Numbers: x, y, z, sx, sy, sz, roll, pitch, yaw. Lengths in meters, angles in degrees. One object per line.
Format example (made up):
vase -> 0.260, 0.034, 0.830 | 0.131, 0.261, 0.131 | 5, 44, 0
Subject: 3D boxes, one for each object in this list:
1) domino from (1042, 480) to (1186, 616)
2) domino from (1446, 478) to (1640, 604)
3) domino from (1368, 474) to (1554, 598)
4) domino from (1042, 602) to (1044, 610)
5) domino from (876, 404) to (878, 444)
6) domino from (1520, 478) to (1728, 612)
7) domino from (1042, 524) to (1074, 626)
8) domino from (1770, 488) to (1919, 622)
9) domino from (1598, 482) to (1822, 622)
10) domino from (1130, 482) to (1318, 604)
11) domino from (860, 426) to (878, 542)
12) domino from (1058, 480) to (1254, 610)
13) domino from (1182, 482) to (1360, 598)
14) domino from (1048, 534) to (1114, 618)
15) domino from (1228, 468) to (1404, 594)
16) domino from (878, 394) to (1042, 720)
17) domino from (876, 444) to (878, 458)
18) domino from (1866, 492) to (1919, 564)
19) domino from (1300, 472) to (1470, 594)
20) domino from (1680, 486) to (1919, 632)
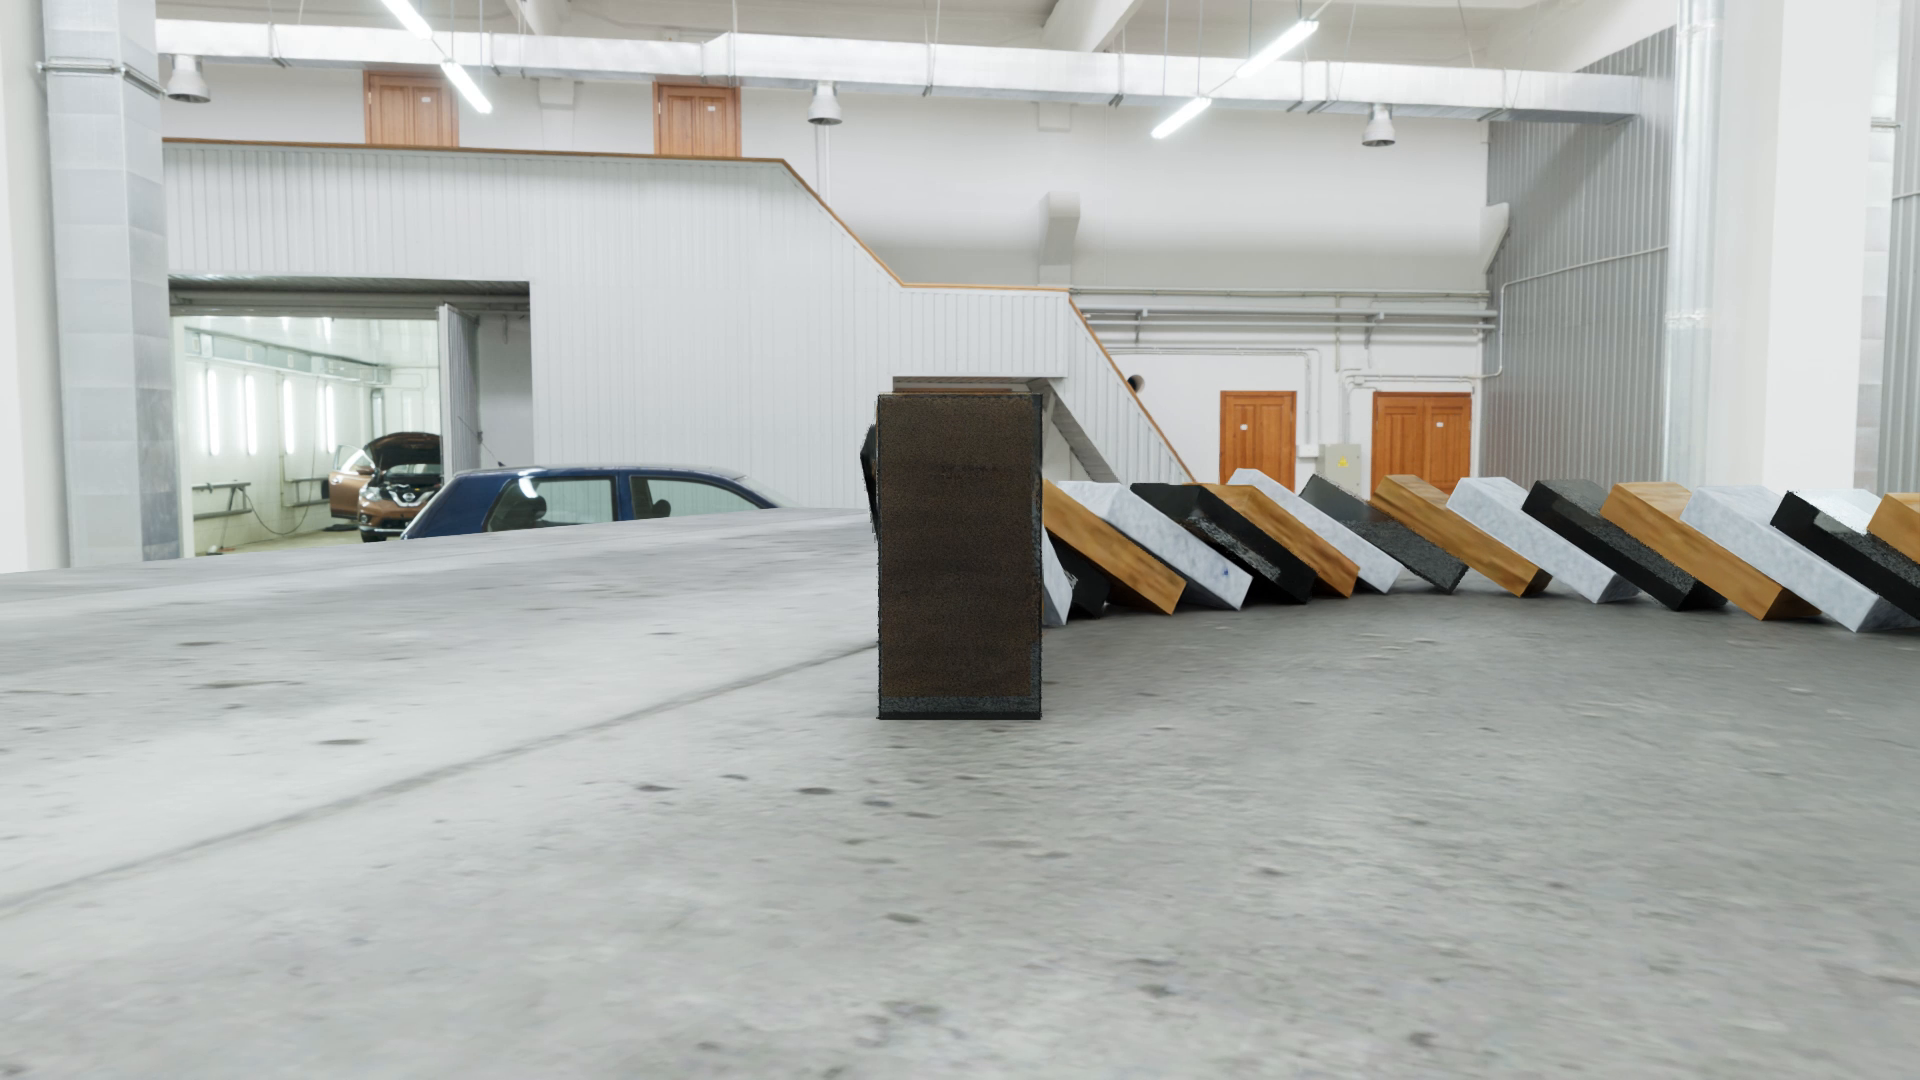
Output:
domino -> 0.030, 0.001, 0.319 | 0.050, 0.009, 0.025 | 34, -13, -28
domino -> 0.166, -0.001, 0.362 | 0.025, 0.009, 0.050 | -3, 34, -40
domino -> 0.147, -0.002, 0.374 | 0.050, 0.009, 0.025 | 38, 25, 31
domino -> 0.000, 0.001, 0.269 | 0.025, 0.050, 0.009 | 1, 48, 19
domino -> -0.001, 0.001, 0.217 | 0.025, 0.050, 0.009 | 0, 18, 1
domino -> 0.181, 0.000, 0.347 | 0.025, 0.010, 0.050 | -3, 34, -34
domino -> 0.006, 0.001, 0.287 | 0.025, 0.010, 0.050 | 2, -35, 24
domino -> 0.216, 0.005, 0.293 | 0.025, 0.009, 0.050 | -1, 32, -19
domino -> 0.194, 0.002, 0.330 | 0.025, 0.009, 0.050 | -2, 33, -28
domino -> 0.068, 0.001, 0.337 | 0.050, 0.009, 0.025 | 32, -14, -33
domino -> -0.002, 0.001, 0.250 | 0.025, 0.050, 0.010 | 1, 40, 11
domino -> 0.048, 0.001, 0.328 | 0.050, 0.009, 0.025 | 32, -12, -28
domino -> 0.084, 0.000, 0.351 | 0.050, 0.010, 0.025 | 31, -14, -33
domino -> 0.011, 0.001, 0.311 | 0.050, 0.009, 0.025 | 36, -16, -27
domino -> 0.101, -0.003, 0.372 | 0.050, 0.009, 0.025 | 33, 3, -2
domino -> 0.000, 0.002, 0.201 | 0.025, 0.050, 0.009 | 0, 4, 0
domino -> -0.001, 0.001, 0.232 | 0.025, 0.050, 0.009 | 0, 31, 1
domino -> 0.225, 0.006, 0.273 | 0.025, 0.009, 0.050 | -1, 32, -14
domino -> 0.124, -0.003, 0.377 | 0.050, 0.009, 0.025 | 34, 14, 14
domino -> 0.205, 0.003, 0.312 | 0.025, 0.009, 0.050 | -2, 33, -24
